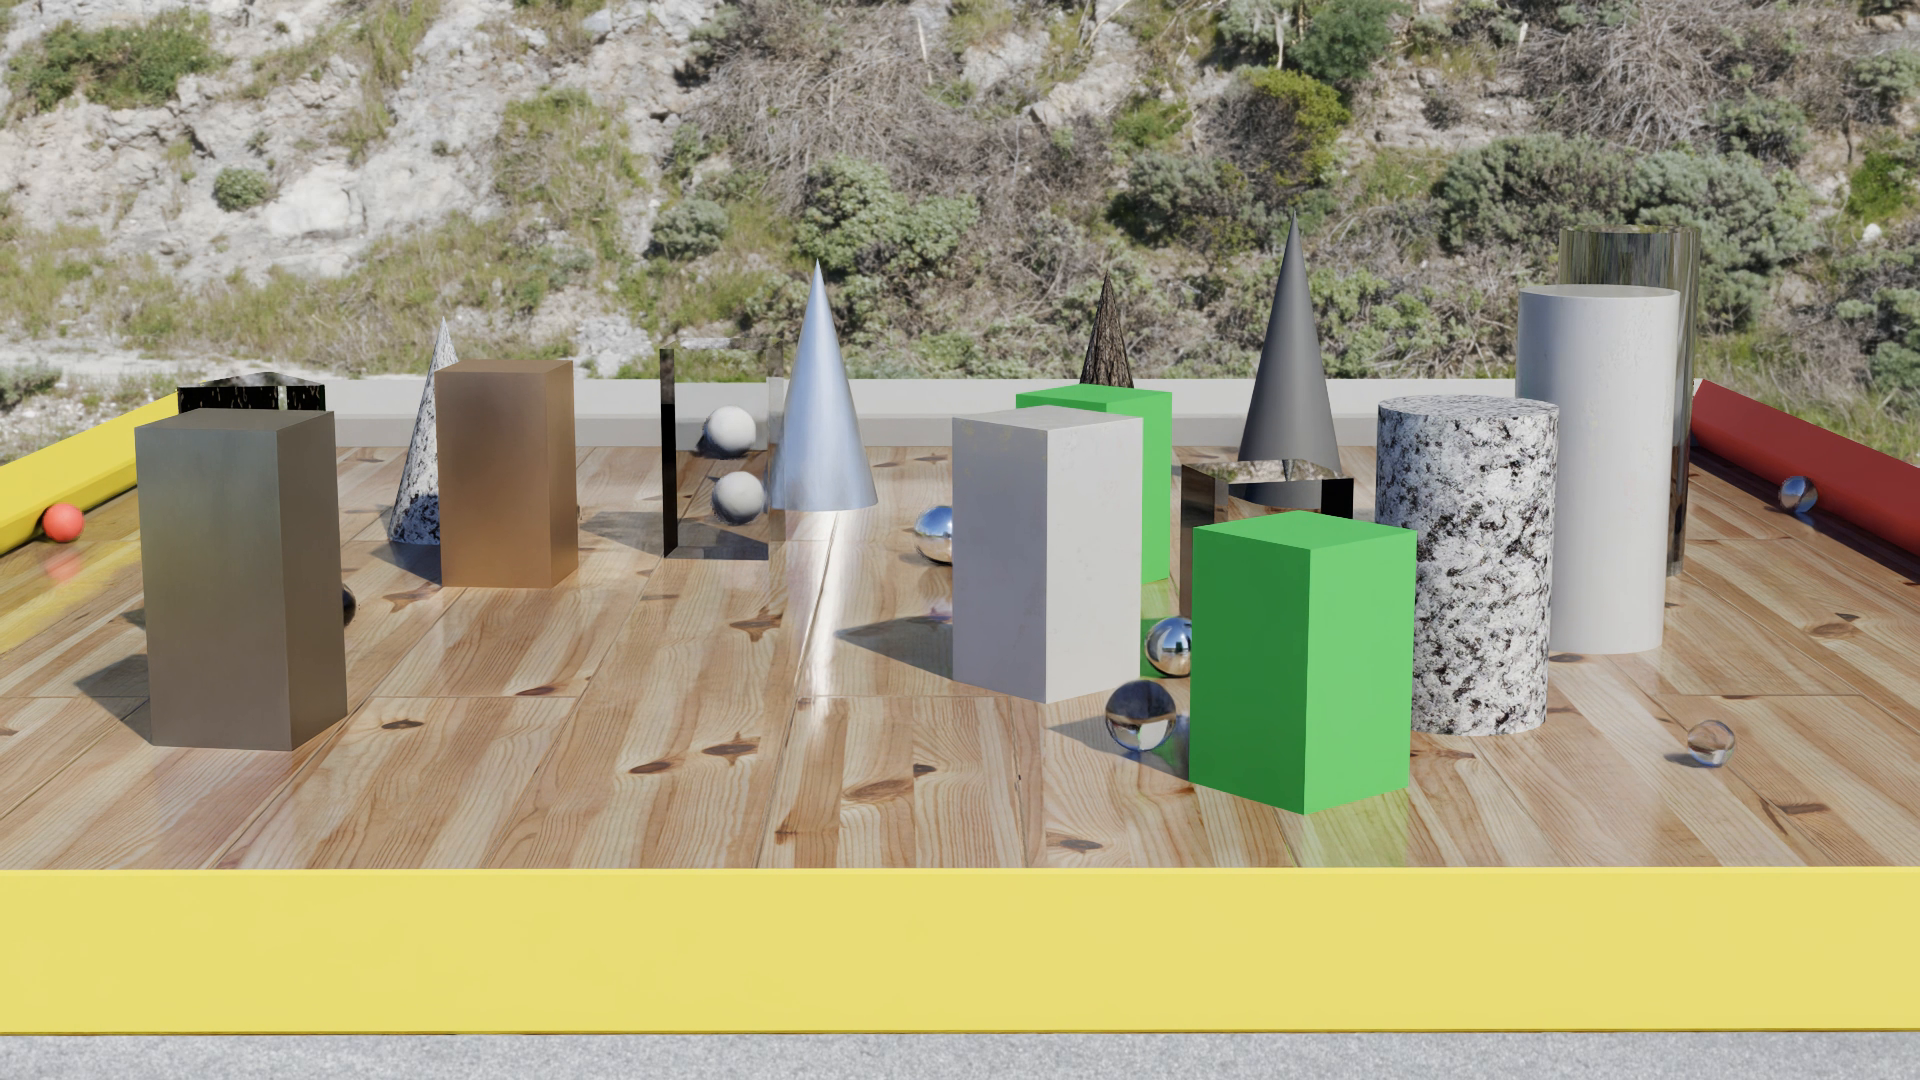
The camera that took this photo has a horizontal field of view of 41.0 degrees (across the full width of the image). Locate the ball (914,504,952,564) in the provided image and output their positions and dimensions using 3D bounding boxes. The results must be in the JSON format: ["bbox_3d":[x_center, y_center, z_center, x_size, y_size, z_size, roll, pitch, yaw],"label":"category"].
[{"bbox_3d":[-0.023,-0.008,3.789,0.088,0.088,0.088,0,10,0],"label":"ball"}]

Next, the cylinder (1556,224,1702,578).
[{"bbox_3d":[0.963,-0.204,3.733,0.198,0.494,0.198,0,10,0],"label":"cylinder"}]

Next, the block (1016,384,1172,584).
[{"bbox_3d":[0.190,-0.076,3.662,0.158,0.268,0.158,8,13,38],"label":"block"}]

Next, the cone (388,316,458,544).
[{"bbox_3d":[-0.802,-0.180,4.013,0.198,0.345,0.198,0,10,0],"label":"cone"}]

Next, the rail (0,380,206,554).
[{"bbox_3d":[-1.422,0.035,3.441,0.045,0.129,3.066,0,10,0],"label":"rail"}]

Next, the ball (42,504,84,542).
[{"bbox_3d":[-1.388,-0.027,3.966,0.060,0.060,0.060,0,10,0],"label":"ball"}]

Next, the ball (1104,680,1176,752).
[{"bbox_3d":[0.194,0.188,2.757,0.077,0.077,0.077,0,10,0],"label":"ball"}]

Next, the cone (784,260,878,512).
[{"bbox_3d":[-0.237,-0.267,4.299,0.198,0.412,0.198,0,10,0],"label":"cone"}]

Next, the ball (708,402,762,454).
[{"bbox_3d":[-0.426,-0.212,4.863,0.099,0.099,0.099,0,10,0],"label":"ball"}]

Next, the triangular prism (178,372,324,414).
[{"bbox_3d":[-0.870,-0.032,3.217,0.172,0.343,0.149,-1,11,-7],"label":"triangular prism"}]

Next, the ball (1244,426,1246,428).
[{"bbox_3d":[0.578,-0.203,4.869,0.078,0.078,0.078,0,10,0],"label":"ball"}]

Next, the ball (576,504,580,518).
[{"bbox_3d":[-0.630,-0.044,4.105,0.044,0.044,0.044,0,10,0],"label":"ball"}]

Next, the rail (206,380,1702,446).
[{"bbox_3d":[-0.009,-0.242,4.933,2.891,0.129,0.045,0,10,0],"label":"rail"}]

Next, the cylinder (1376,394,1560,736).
[{"bbox_3d":[0.566,0.024,2.887,0.198,0.353,0.198,0,10,0],"label":"cylinder"}]

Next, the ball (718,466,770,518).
[{"bbox_3d":[-0.350,-0.078,4.172,0.086,0.086,0.086,0,10,0],"label":"ball"}]

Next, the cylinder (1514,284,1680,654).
[{"bbox_3d":[0.804,-0.094,3.270,0.198,0.446,0.198,0,10,0],"label":"cylinder"}]

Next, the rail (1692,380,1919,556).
[{"bbox_3d":[1.422,0.032,3.457,0.045,0.129,3.066,0,10,0],"label":"rail"}]

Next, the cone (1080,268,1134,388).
[{"bbox_3d":[0.224,-0.207,3.939,0.198,0.424,0.198,0,10,0],"label":"cone"}]

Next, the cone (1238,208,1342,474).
[{"bbox_3d":[0.566,-0.322,4.381,0.198,0.490,0.198,0,10,0],"label":"cone"}]

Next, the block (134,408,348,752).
[{"bbox_3d":[-0.785,0.040,2.815,0.158,0.348,0.158,2,11,8],"label":"block"}]

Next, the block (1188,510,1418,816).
[{"bbox_3d":[0.347,0.120,2.609,0.158,0.266,0.158,-9,14,-40],"label":"block"}]

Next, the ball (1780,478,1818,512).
[{"bbox_3d":[1.382,-0.074,4.228,0.058,0.058,0.058,0,10,0],"label":"ball"}]

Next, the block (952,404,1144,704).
[{"bbox_3d":[0.103,0.012,3.044,0.158,0.319,0.158,-10,14,-42],"label":"block"}]

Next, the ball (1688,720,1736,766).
[{"bbox_3d":[0.790,0.213,2.699,0.049,0.049,0.049,0,10,0],"label":"ball"}]

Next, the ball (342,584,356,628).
[{"bbox_3d":[-0.820,0.086,3.339,0.068,0.068,0.068,0,10,0],"label":"ball"}]

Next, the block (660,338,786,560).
[{"bbox_3d":[-0.356,-0.140,3.877,0.158,0.315,0.158,1,11,5],"label":"block"}]

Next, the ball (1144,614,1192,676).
[{"bbox_3d":[0.260,0.128,3.093,0.075,0.075,0.075,0,10,0],"label":"ball"}]

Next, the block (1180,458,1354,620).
[{"bbox_3d":[0.369,0.037,3.117,0.158,0.244,0.158,-3,11,-15],"label":"block"}]

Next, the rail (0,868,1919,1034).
[{"bbox_3d":[0.009,0.308,1.965,2.891,0.129,0.045,0,10,0],"label":"rail"}]

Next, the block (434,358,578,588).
[{"bbox_3d":[-0.647,-0.097,3.673,0.158,0.306,0.158,1,11,5],"label":"block"}]
